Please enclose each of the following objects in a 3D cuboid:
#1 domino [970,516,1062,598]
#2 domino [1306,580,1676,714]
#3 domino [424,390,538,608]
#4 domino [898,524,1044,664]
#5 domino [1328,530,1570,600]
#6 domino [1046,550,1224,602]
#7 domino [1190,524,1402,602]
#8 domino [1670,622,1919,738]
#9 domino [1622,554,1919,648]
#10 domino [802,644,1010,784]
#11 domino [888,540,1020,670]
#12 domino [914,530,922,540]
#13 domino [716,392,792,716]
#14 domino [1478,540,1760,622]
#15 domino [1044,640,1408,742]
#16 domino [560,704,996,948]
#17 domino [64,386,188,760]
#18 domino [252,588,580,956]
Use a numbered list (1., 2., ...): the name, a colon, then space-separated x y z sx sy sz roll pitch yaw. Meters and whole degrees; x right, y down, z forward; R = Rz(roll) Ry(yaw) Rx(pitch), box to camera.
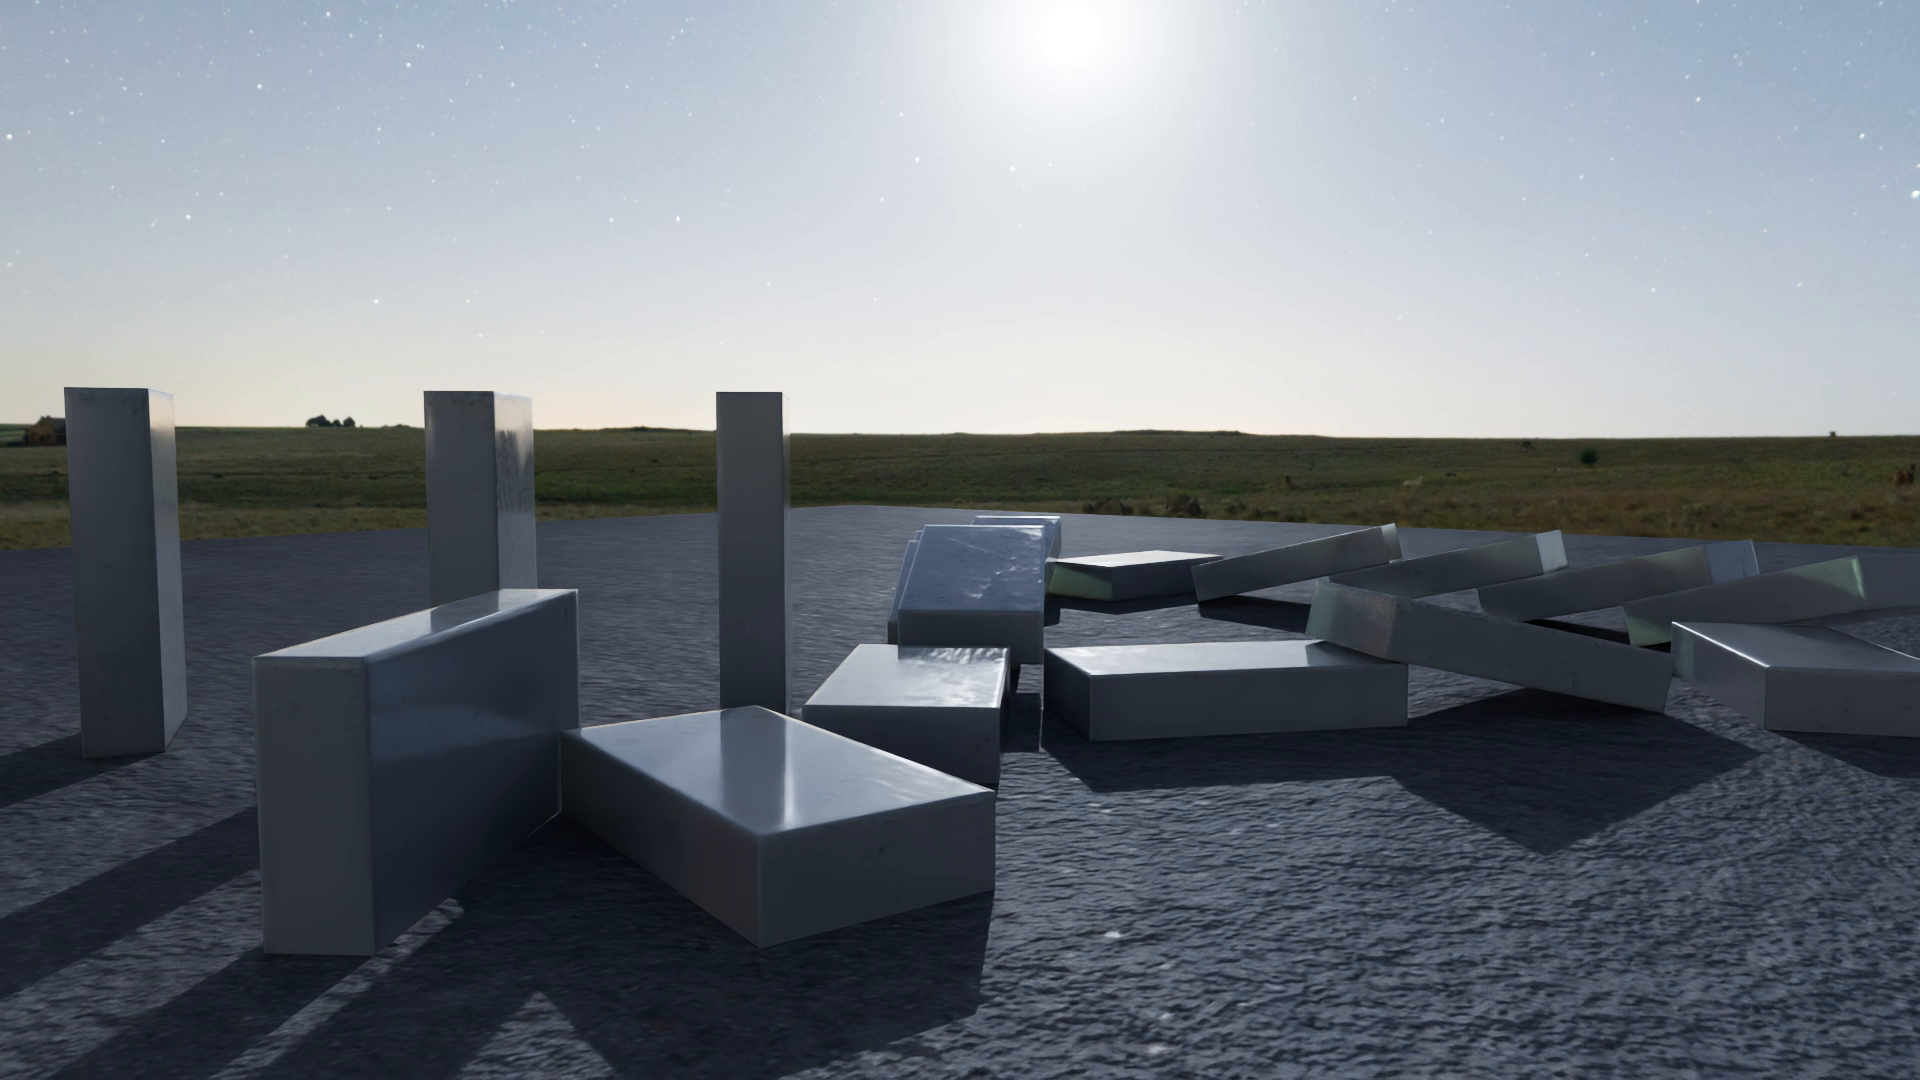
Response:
1. domino: 0.012 0.006 0.349 0.025 0.009 0.050 1 19 11
2. domino: 0.086 0.017 0.209 0.050 0.009 0.025 11 2 -13
3. domino: -0.072 0.003 0.196 0.009 0.050 0.025 0 4 -6
4. domino: 0.003 0.009 0.243 0.025 0.009 0.050 1 18 4
5. domino: 0.121 0.008 0.319 0.050 0.009 0.025 -15 -6 37
6. domino: 0.051 0.010 0.372 0.050 0.010 0.025 -4 6 -43
7. domino: 0.090 0.006 0.342 0.050 0.009 0.025 -14 -3 26
8. domino: 0.138 0.022 0.212 0.025 0.010 0.050 1 4 14
9. domino: 0.158 0.012 0.247 0.025 0.009 0.050 0 -12 -20
10. domino: -0.006 0.024 0.186 0.025 0.009 0.050 0 4 4
11. domino: 0.000 0.012 0.265 0.025 0.009 0.050 0 18 2
12. domino: 0.000 0.010 0.306 0.025 0.009 0.050 0 17 2
13. domino: -0.032 0.003 0.199 0.009 0.050 0.025 0 4 -5
14. domino: 0.146 0.010 0.286 0.025 0.009 0.050 -3 -9 -38
15. domino: 0.041 0.023 0.201 0.050 0.009 0.025 -1 4 -12
16. domino: -0.021 0.028 0.135 0.025 0.010 0.050 -3 5 -36
17. domino: -0.119 0.004 0.185 0.009 0.050 0.025 -2 5 -25
18. domino: -0.052 0.020 0.131 0.010 0.025 0.050 0 4 3
